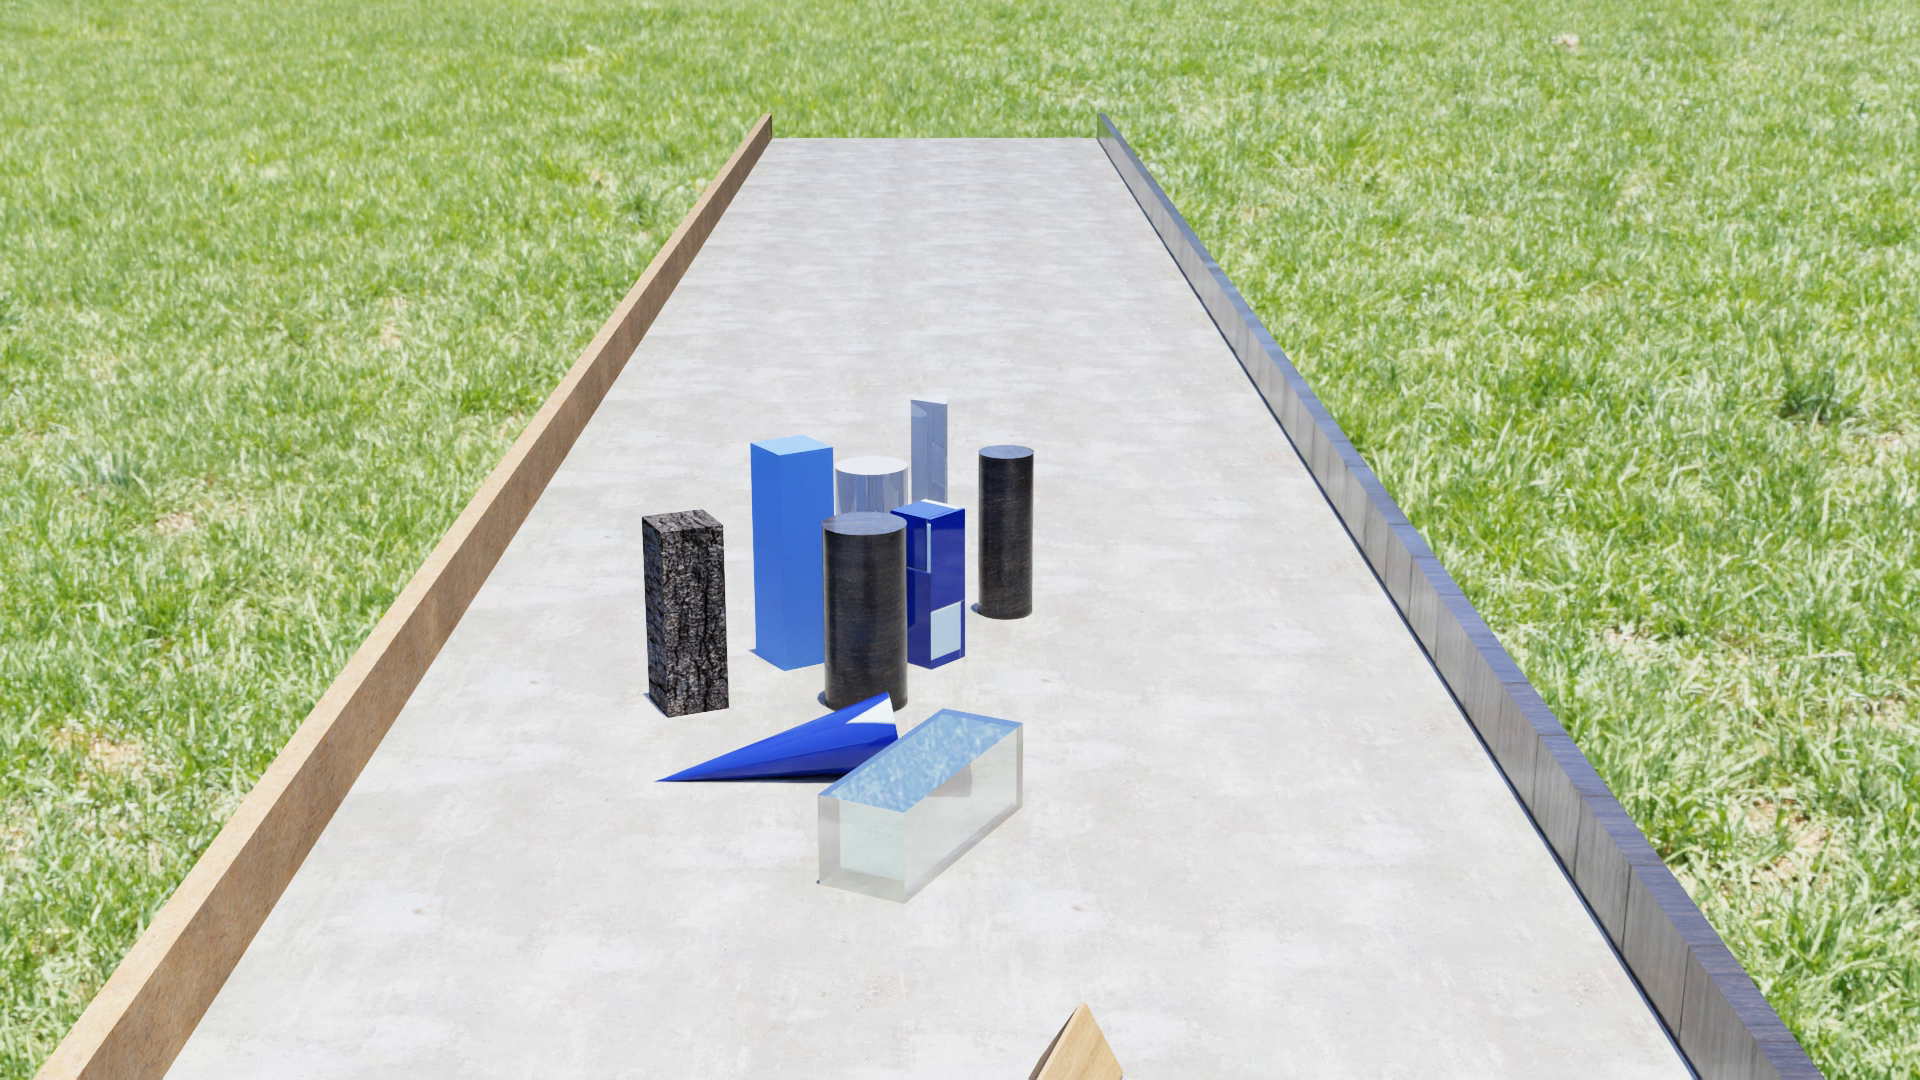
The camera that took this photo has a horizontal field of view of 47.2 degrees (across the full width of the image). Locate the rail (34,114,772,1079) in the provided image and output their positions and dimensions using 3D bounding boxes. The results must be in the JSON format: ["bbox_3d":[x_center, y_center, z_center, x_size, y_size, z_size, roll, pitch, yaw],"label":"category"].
[{"bbox_3d":[-1.118,-0.838,7.780,0.050,0.150,12.000,0,17,-1],"label":"rail"}]

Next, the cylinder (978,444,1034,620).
[{"bbox_3d":[0.097,-0.016,4.663,0.117,0.353,0.117,0,17,0],"label":"cylinder"}]

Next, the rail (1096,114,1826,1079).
[{"bbox_3d":[0.932,-0.844,7.801,0.050,0.150,12.000,0,17,-1],"label":"rail"}]

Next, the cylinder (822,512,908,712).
[{"bbox_3d":[-0.178,0.138,4.142,0.159,0.353,0.159,0,17,0],"label":"cylinder"}]

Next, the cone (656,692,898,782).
[{"bbox_3d":[-0.323,0.378,3.832,0.431,0.144,0.144,-11,18,-5],"label":"cone"}]

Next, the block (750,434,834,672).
[{"bbox_3d":[-0.330,0.025,4.368,0.120,0.441,0.120,-11,20,-32],"label":"block"}]

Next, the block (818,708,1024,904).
[{"bbox_3d":[-0.057,0.421,3.546,0.151,0.151,0.417,8,18,26],"label":"block"}]

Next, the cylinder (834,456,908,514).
[{"bbox_3d":[-0.185,0.003,4.634,0.153,0.332,0.153,0,17,0],"label":"cylinder"}]

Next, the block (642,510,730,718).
[{"bbox_3d":[-0.516,0.137,4.133,0.120,0.361,0.120,-8,18,-24],"label":"block"}]

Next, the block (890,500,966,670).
[{"bbox_3d":[-0.063,0.088,4.386,0.105,0.311,0.105,14,21,38],"label":"block"}]

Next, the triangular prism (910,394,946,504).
[{"bbox_3d":[-0.049,-0.112,4.875,0.091,0.416,0.079,10,19,29],"label":"triangular prism"}]

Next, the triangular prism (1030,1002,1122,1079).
[{"bbox_3d":[0.099,0.700,2.696,0.111,0.096,0.393,6,17,17],"label":"triangular prism"}]
